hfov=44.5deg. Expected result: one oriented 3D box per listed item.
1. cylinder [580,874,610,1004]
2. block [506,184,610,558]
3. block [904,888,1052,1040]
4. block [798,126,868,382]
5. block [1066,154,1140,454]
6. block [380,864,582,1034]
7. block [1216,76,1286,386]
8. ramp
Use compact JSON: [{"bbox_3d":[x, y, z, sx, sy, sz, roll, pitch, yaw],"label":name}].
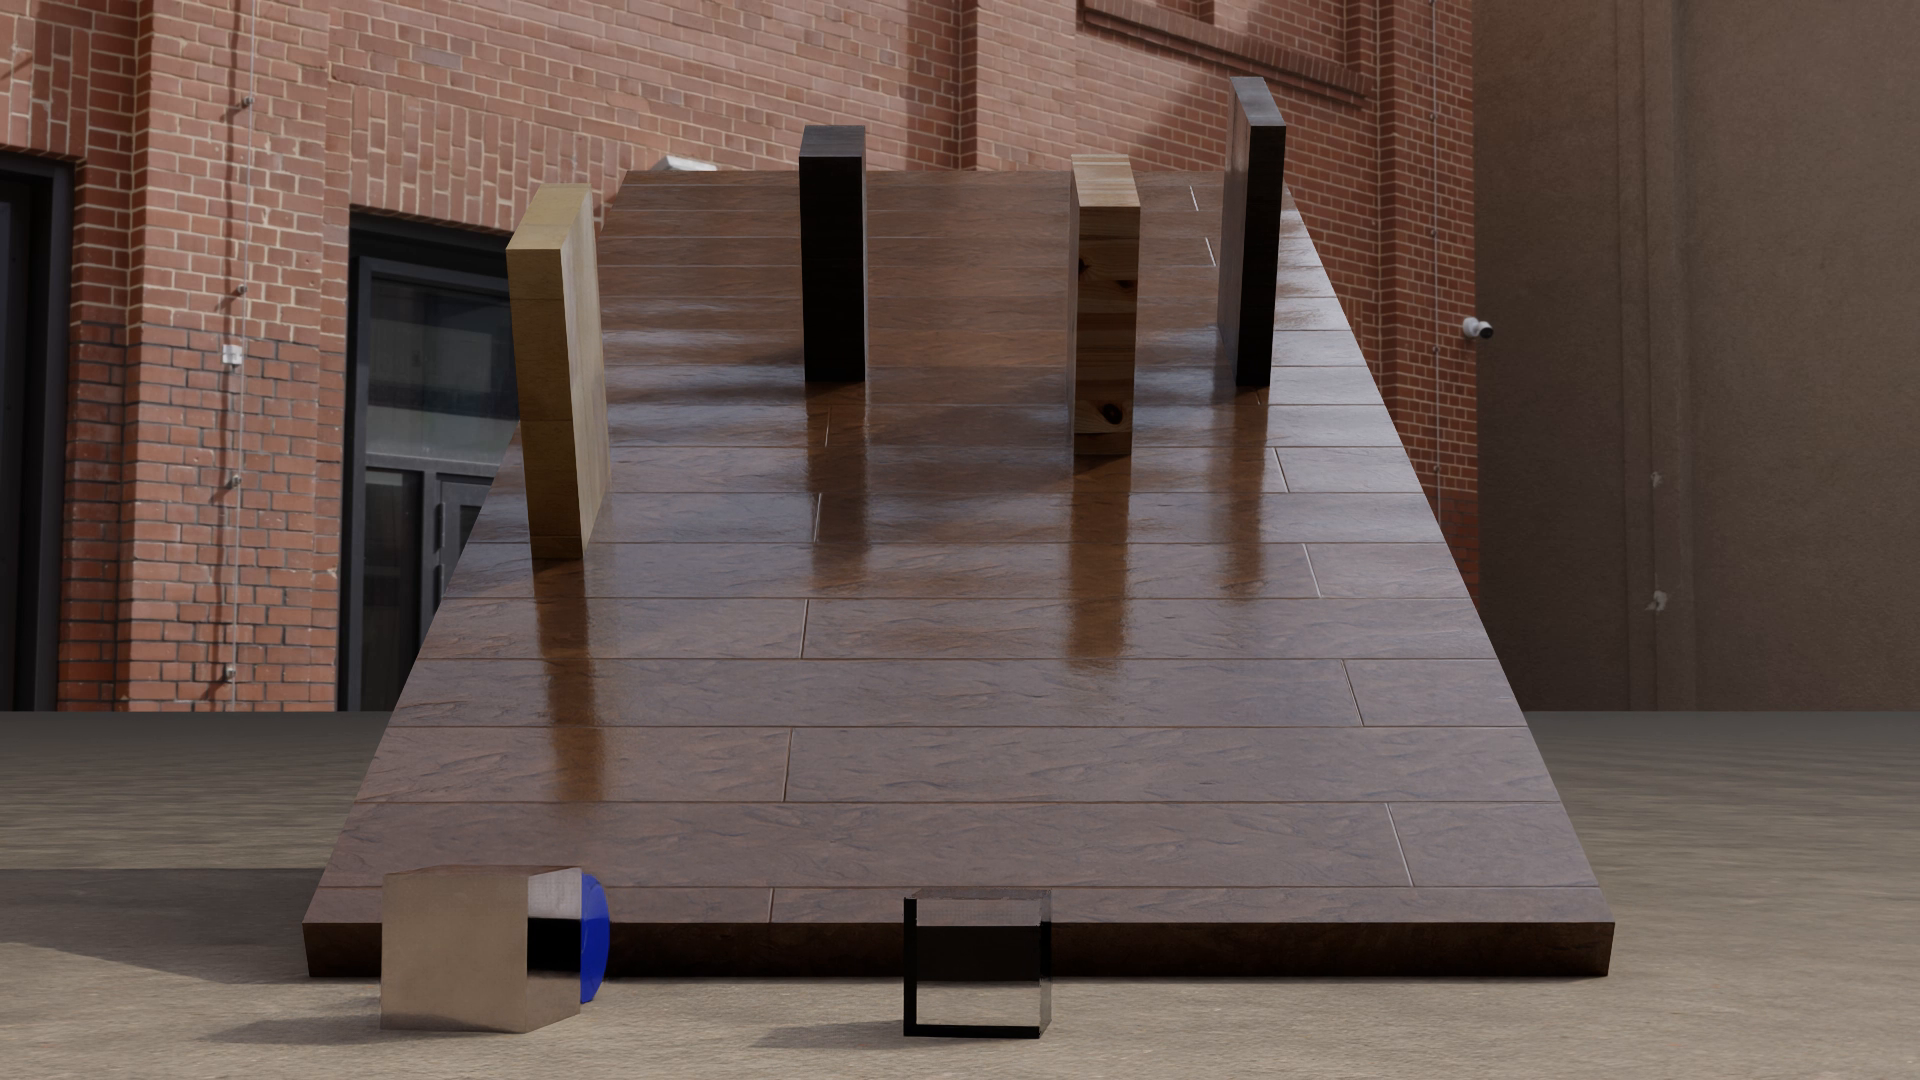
[{"bbox_3d":[-0.614,0.561,3.318,0.180,0.180,0.180,-1,-4,14],"label":"cylinder"},{"bbox_3d":[-0.810,-0.349,4.776,0.103,0.649,0.429,0,25,0],"label":"block"},{"bbox_3d":[0.025,0.546,3.042,0.172,0.172,0.172,-1,-4,7],"label":"block"},{"bbox_3d":[-0.298,-0.685,5.602,0.144,0.550,0.266,0,25,0],"label":"block"},{"bbox_3d":[0.316,-0.531,5.257,0.128,0.571,0.393,0,25,0],"label":"block"},{"bbox_3d":[-0.631,0.538,3.112,0.199,0.199,0.199,-1,-4,11],"label":"block"},{"bbox_3d":[0.696,-0.747,5.643,0.081,0.631,0.445,0,25,0],"label":"block"},{"bbox_3d":[-0.009,-0.229,5.401,2.000,0.100,4.000,0,25,0],"label":"ramp"}]
